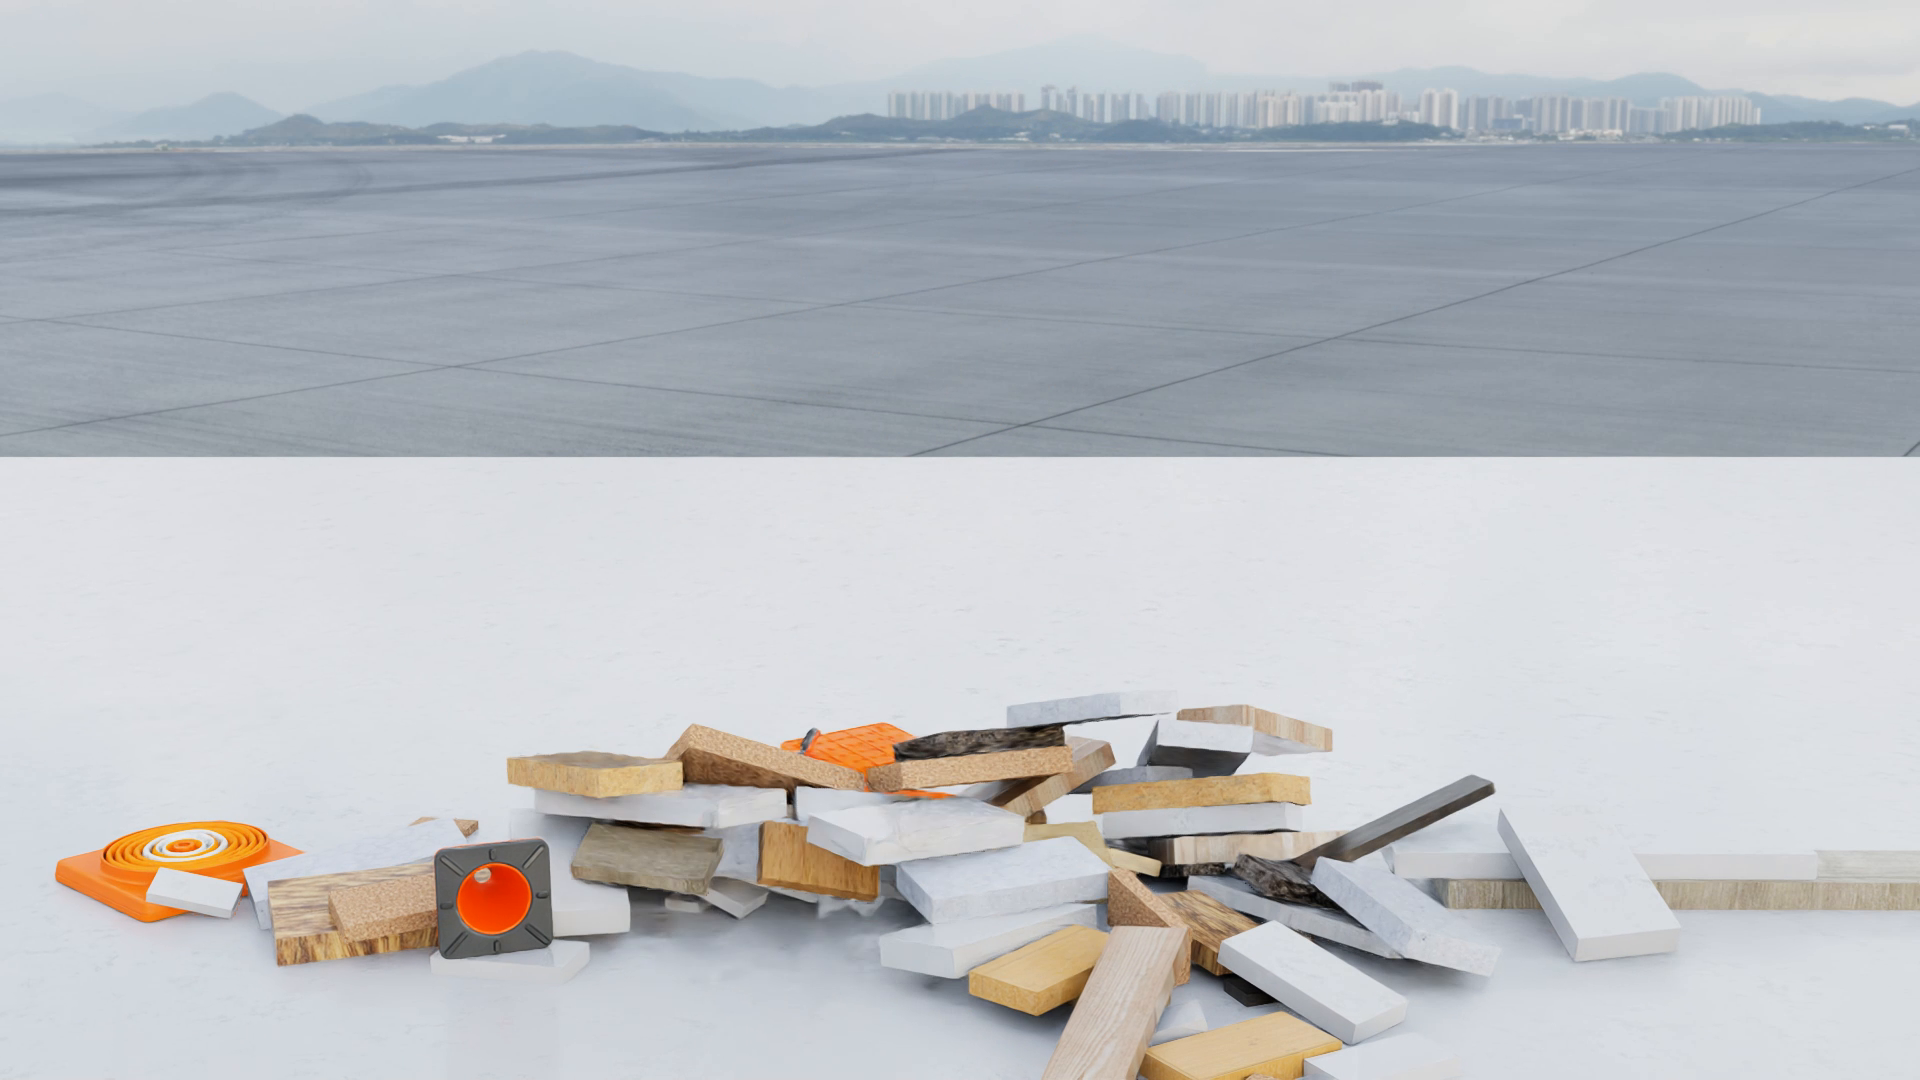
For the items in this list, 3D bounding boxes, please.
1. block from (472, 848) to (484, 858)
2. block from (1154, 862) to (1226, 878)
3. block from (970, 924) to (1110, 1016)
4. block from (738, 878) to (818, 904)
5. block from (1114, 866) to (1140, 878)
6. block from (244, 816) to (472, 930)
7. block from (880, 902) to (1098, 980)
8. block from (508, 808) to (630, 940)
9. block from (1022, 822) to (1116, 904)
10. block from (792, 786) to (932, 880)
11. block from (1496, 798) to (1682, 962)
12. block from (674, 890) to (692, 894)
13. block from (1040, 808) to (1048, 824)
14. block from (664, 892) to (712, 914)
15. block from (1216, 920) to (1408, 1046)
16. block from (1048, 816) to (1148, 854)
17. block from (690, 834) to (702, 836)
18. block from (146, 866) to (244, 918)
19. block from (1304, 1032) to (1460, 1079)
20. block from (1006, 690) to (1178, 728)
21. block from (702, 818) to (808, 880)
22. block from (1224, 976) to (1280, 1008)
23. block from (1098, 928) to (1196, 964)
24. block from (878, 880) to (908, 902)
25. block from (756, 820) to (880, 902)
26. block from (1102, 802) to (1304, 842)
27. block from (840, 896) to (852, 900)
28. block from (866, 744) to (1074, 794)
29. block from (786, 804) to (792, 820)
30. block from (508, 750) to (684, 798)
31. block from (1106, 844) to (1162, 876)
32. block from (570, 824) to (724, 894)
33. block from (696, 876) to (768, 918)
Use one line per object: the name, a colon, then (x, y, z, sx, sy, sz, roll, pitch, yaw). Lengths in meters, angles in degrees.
block: (-0.845, 0.559, 3.795, 0.055, 0.016, 0.111, -5, 12, -27)
block: (0.383, 0.552, 3.681, 0.071, 0.020, 0.142, 0, -9, -15)
block: (0.141, 0.623, 3.201, 0.124, 0.035, 0.247, 9, 14, 40)
block: (-0.312, 0.553, 3.645, 0.161, 0.023, 0.081, 19, 11, -9)
block: (0.202, 0.543, 3.669, 0.189, 0.027, 0.095, 14, -4, 9)
block: (-0.993, 0.547, 3.635, 0.346, 0.049, 0.173, -13, 15, -22)
block: (0.046, 0.595, 3.316, 0.155, 0.044, 0.310, -1, 4, 45)
block: (-0.632, 0.528, 3.536, 0.163, 0.046, 0.327, -1, 23, -15)
block: (0.101, 0.529, 3.551, 0.290, 0.041, 0.145, -2, 38, -18)
block: (-0.126, 0.485, 3.599, 0.290, 0.041, 0.145, 6, 44, -13)
block: (0.997, 0.536, 3.505, 0.166, 0.047, 0.331, -5, 31, -7)
block: (-0.417, 0.564, 3.631, 0.123, 0.017, 0.062, 10, 19, -26)
block: (0.094, 0.523, 3.844, 0.107, 0.030, 0.214, -21, 8, 7)
block: (-0.430, 0.586, 3.642, 0.062, 0.017, 0.123, 4, 11, 22)
block: (0.507, 0.636, 3.173, 0.124, 0.035, 0.248, -10, 28, -43)
block: (0.252, 0.534, 3.887, 0.219, 0.031, 0.109, 5, 12, 25)
block: (-0.435, 0.507, 3.610, 0.161, 0.023, 0.081, -1, 10, -10)
block: (-1.241, 0.572, 3.566, 0.135, 0.019, 0.068, 13, 28, -7)
block: (0.567, 0.709, 2.956, 0.190, 0.027, 0.095, -6, 12, -29)
block: (0.220, 0.285, 3.701, 0.136, 0.039, 0.273, 1, -9, -42)
block: (-0.315, 0.491, 3.501, 0.192, 0.096, 0.027, 3, -34, 7)
block: (0.466, 0.659, 3.247, 0.135, 0.019, 0.068, -4, 11, -22)
block: (0.288, 0.628, 3.401, 0.158, 0.022, 0.079, 1, 11, 6)
block: (-0.164, 0.536, 3.640, 0.185, 0.026, 0.093, 15, 35, -11)
block: (-0.221, 0.504, 3.451, 0.192, 0.096, 0.027, 13, -33, -19)
block: (0.412, 0.478, 3.721, 0.310, 0.044, 0.155, -6, -11, 18)
block: (-0.259, 0.528, 3.645, 0.185, 0.026, 0.093, 19, 34, -9)
block: (0.017, 0.383, 3.670, 0.310, 0.044, 0.155, -3, -8, -24)
block: (-0.276, 0.480, 3.602, 0.185, 0.026, 0.093, 11, 43, -9)
block: (-0.595, 0.378, 3.571, 0.152, 0.043, 0.304, -1, 0, -39)
block: (0.239, 0.529, 3.723, 0.189, 0.027, 0.095, 16, -4, -8)
block: (-0.491, 0.500, 3.455, 0.219, 0.027, 0.096, 5, 37, 13)
block: (-0.402, 0.560, 3.591, 0.161, 0.023, 0.081, 25, 18, 18)
